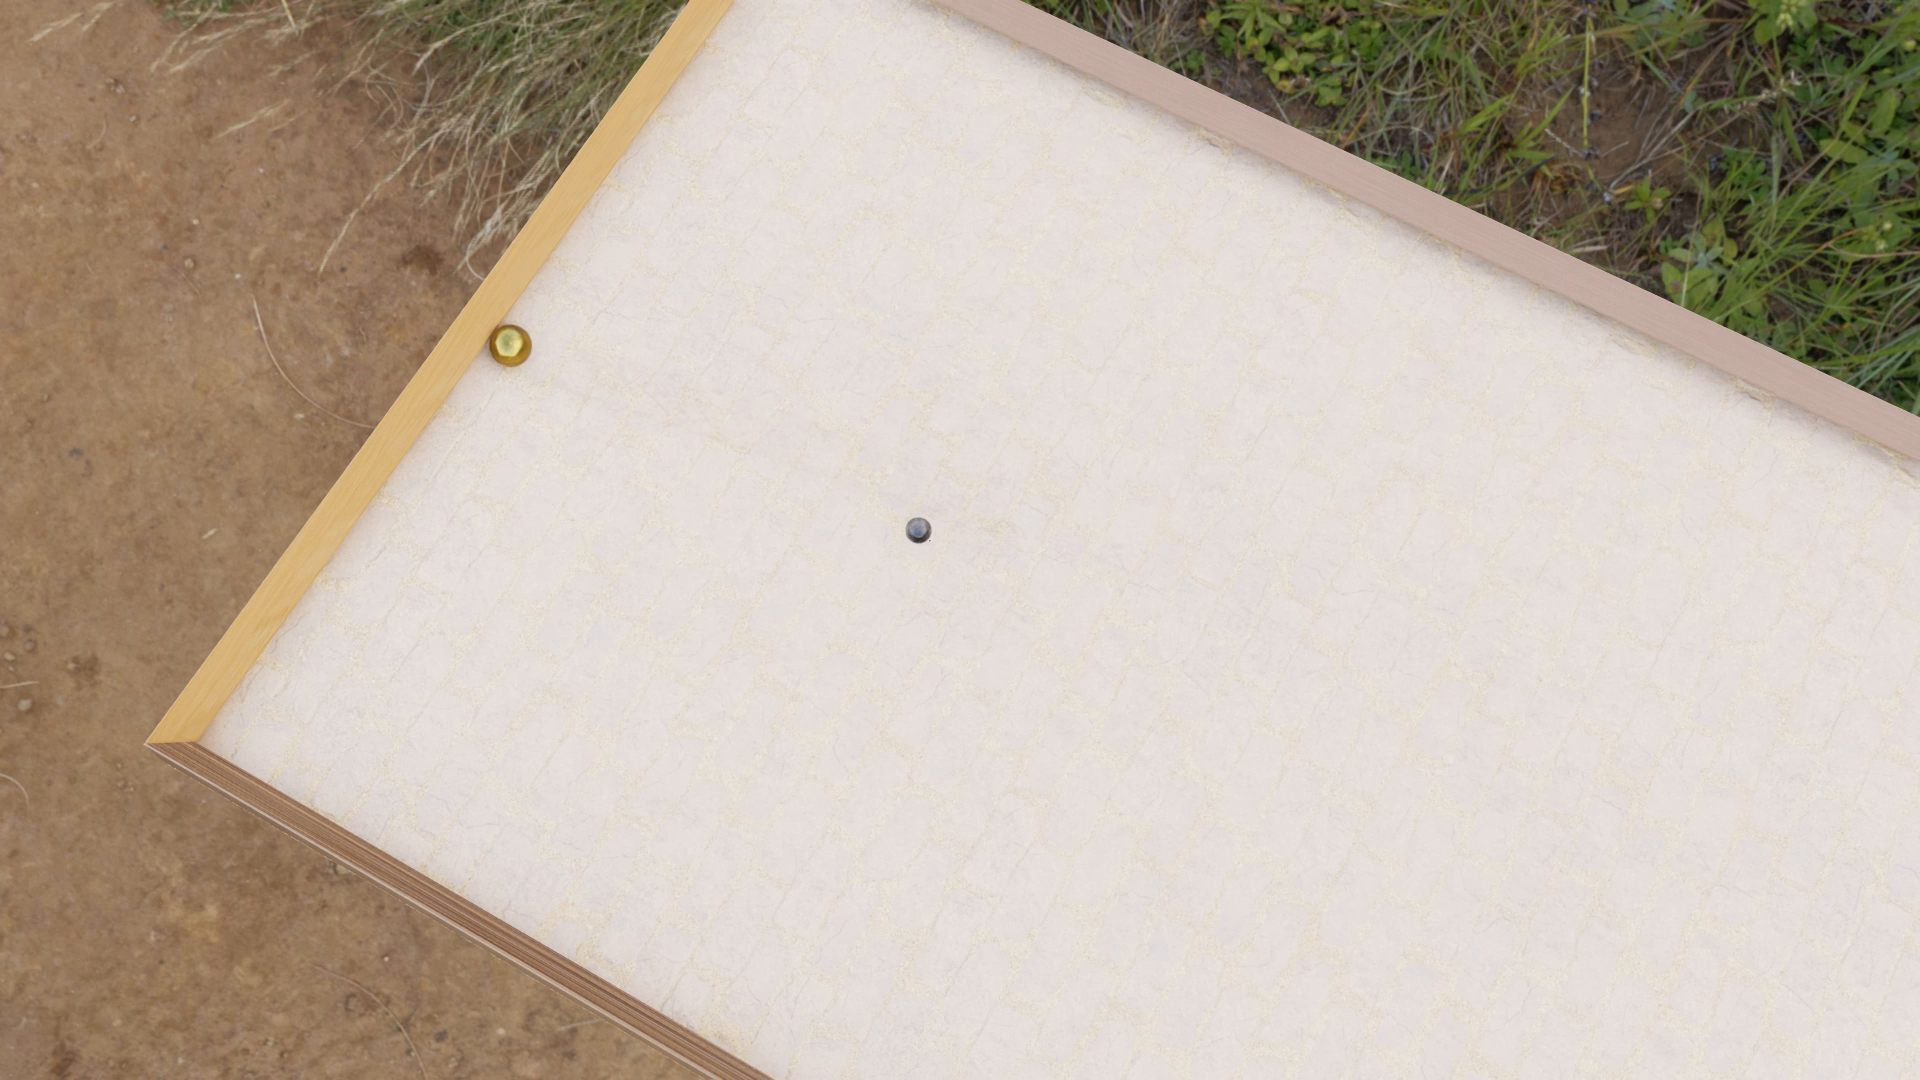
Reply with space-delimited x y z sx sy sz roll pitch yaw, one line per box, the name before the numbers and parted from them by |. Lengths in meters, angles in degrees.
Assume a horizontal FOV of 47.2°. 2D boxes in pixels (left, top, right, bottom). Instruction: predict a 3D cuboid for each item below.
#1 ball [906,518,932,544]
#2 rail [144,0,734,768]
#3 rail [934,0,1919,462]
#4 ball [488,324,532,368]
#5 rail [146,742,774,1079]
ball | -0.066 -0.015 3.522 0.043 0.043 0.043 0 67 0
rail | -0.761 -0.402 3.656 0.045 0.092 1.832 27 70 11
rail | 1.219 -0.320 3.622 3.586 0.092 0.045 27 70 11
ball | -0.743 -0.321 3.634 0.071 0.071 0.071 0 67 0
rail | 0.344 1.117 3.025 3.586 0.092 0.045 27 70 11
